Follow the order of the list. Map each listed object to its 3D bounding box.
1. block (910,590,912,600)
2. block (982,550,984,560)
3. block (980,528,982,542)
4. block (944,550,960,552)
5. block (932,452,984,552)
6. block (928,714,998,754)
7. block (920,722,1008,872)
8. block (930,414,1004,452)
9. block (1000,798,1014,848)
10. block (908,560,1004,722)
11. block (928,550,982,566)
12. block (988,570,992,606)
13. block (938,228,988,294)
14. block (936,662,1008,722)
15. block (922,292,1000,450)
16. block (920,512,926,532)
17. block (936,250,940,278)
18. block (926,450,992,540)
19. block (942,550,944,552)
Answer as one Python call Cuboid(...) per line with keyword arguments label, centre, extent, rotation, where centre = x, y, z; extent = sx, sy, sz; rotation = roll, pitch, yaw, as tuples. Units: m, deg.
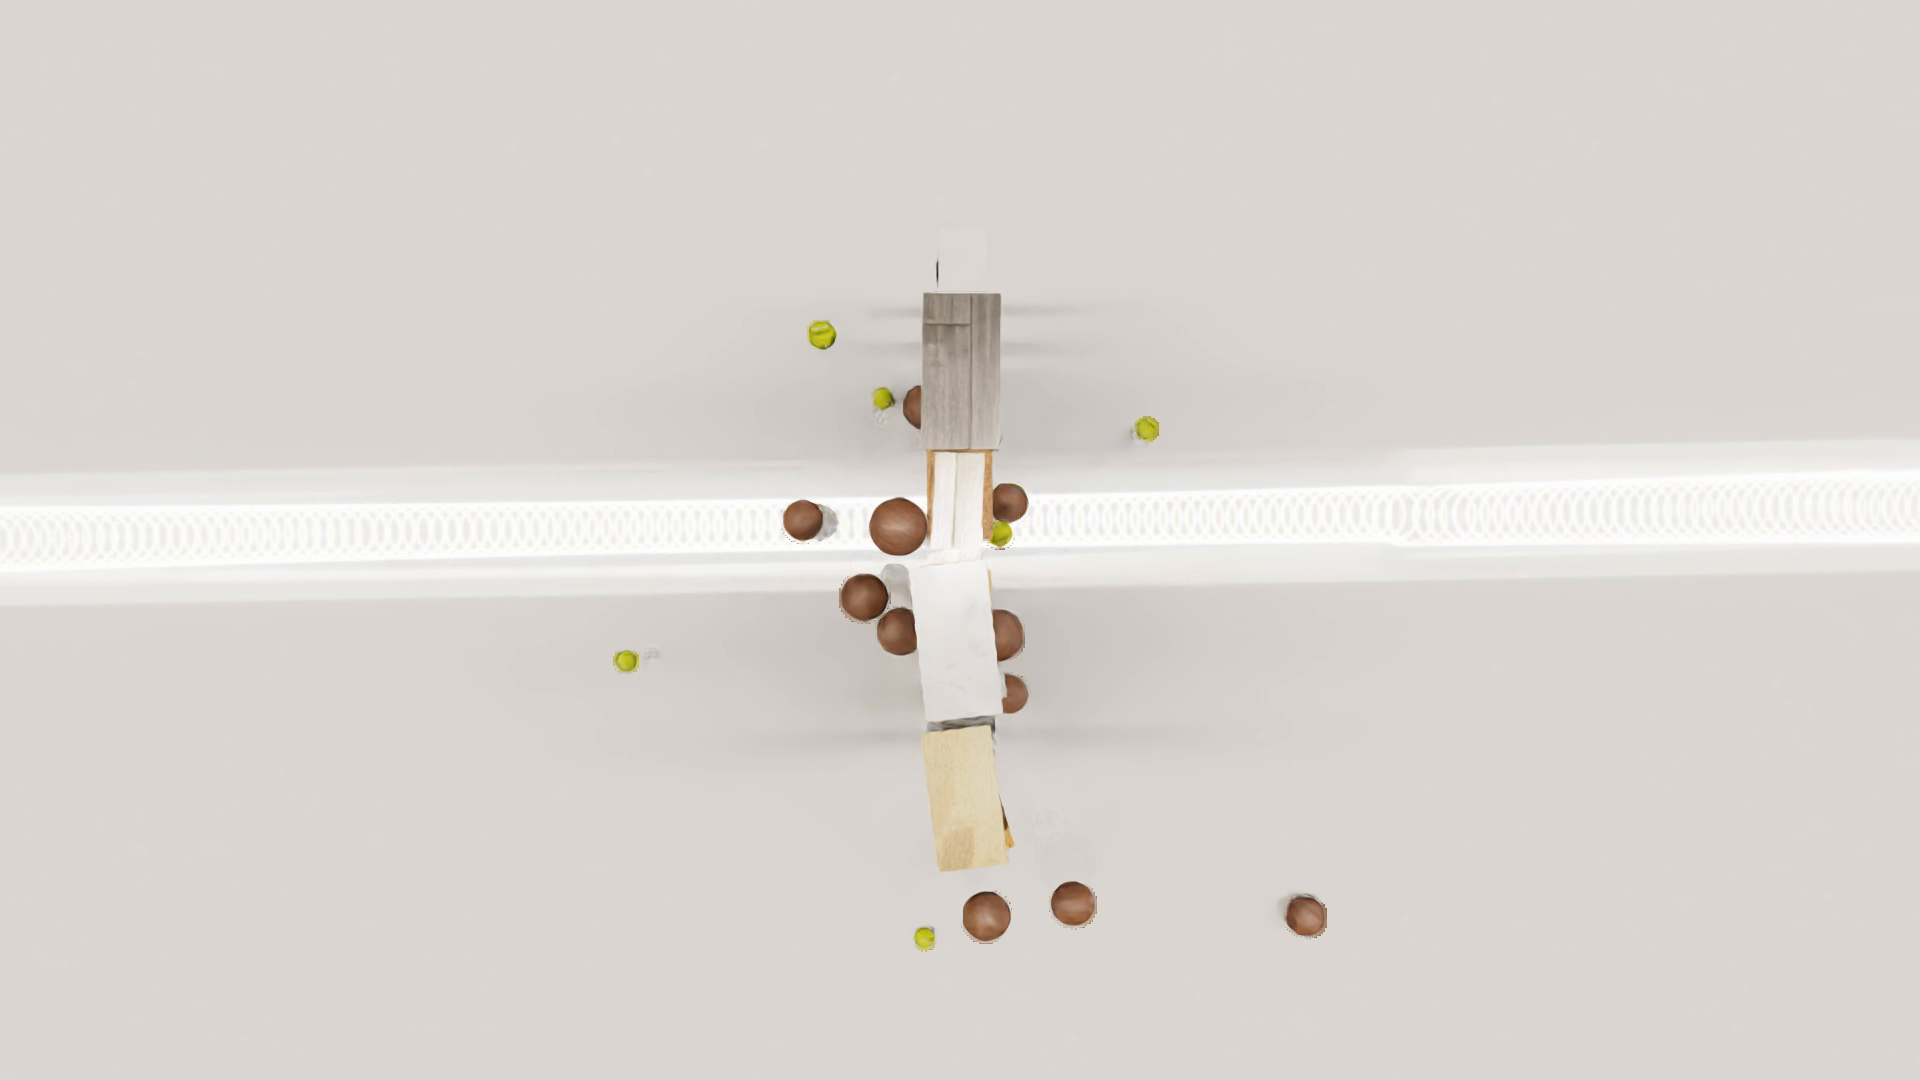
Cuboid(label="block", centre=(-0.020, 0.114, 3.900), extent=(0.173, 0.346, 0.049), rotation=(-3, 90, 2))
Cuboid(label="block", centre=(-0.008, 0.061, 4.313), extent=(0.134, 0.402, 0.038), rotation=(-4, 93, 2))
Cuboid(label="block", centre=(-0.005, -0.014, 3.882), extent=(0.111, 0.221, 0.031), rotation=(2, 90, 0))
Cuboid(label="block", centre=(0.000, 0.020, 4.529), extent=(0.090, 0.026, 0.181), rotation=(-3, 90, 0))
Cuboid(label="block", centre=(-0.005, -0.088, 3.756), extent=(0.111, 0.031, 0.221), rotation=(3, 90, 0))
Cuboid(label="block", centre=(0.006, 0.469, 4.014), extent=(0.162, 0.324, 0.046), rotation=(-5, 95, 3))
Cuboid(label="block", centre=(0.011, 0.597, 3.829), extent=(0.162, 0.046, 0.324), rotation=(-8, 90, 2))
Cuboid(label="block", centre=(0.010, -0.245, 3.822), extent=(0.171, 0.341, 0.048), rotation=(-7, 91, 0))
Cuboid(label="block", centre=(0.025, 0.687, 4.331), extent=(0.162, 0.947, 0.046), rotation=(-18, 95, -1))
Cuboid(label="block", centre=(-0.009, 0.225, 3.703), extent=(0.173, 0.049, 0.346), rotation=(-7, 90, 2))
Cuboid(label="block", centre=(-0.005, 0.162, 4.092), extent=(0.134, 0.038, 0.268), rotation=(-4, 90, 2))
Cuboid(label="block", centre=(0.007, 0.257, 4.747), extent=(0.168, 0.048, 0.337), rotation=(-1, 90, 0))
Cuboid(label="block", centre=(0.005, -0.715, 4.475), extent=(0.128, 0.036, 0.256), rotation=(2, 89, 0))
Cuboid(label="block", centre=(0.021, 0.359, 3.955), extent=(0.173, 0.451, 0.049), rotation=(-20, 90, 1))
Cuboid(label="block", centre=(0.002, -0.369, 3.627), extent=(0.171, 0.048, 0.341), rotation=(1, 90, 0))
Cuboid(label="block", centre=(-0.014, -0.051, 4.277), extent=(0.160, 0.478, 0.045), rotation=(-6, 90, 0))
Cuboid(label="block", centre=(-0.002, -0.769, 4.997), extent=(0.128, 1.006, 0.036), rotation=(0, 89, 0))
Cuboid(label="block", centre=(-0.001, -0.162, 4.016), extent=(0.160, 0.045, 0.320), rotation=(0, 90, 0))
Cuboid(label="block", centre=(-0.002, -0.024, 4.972), extent=(0.108, 0.031, 0.216), rotation=(0, 90, 0))
